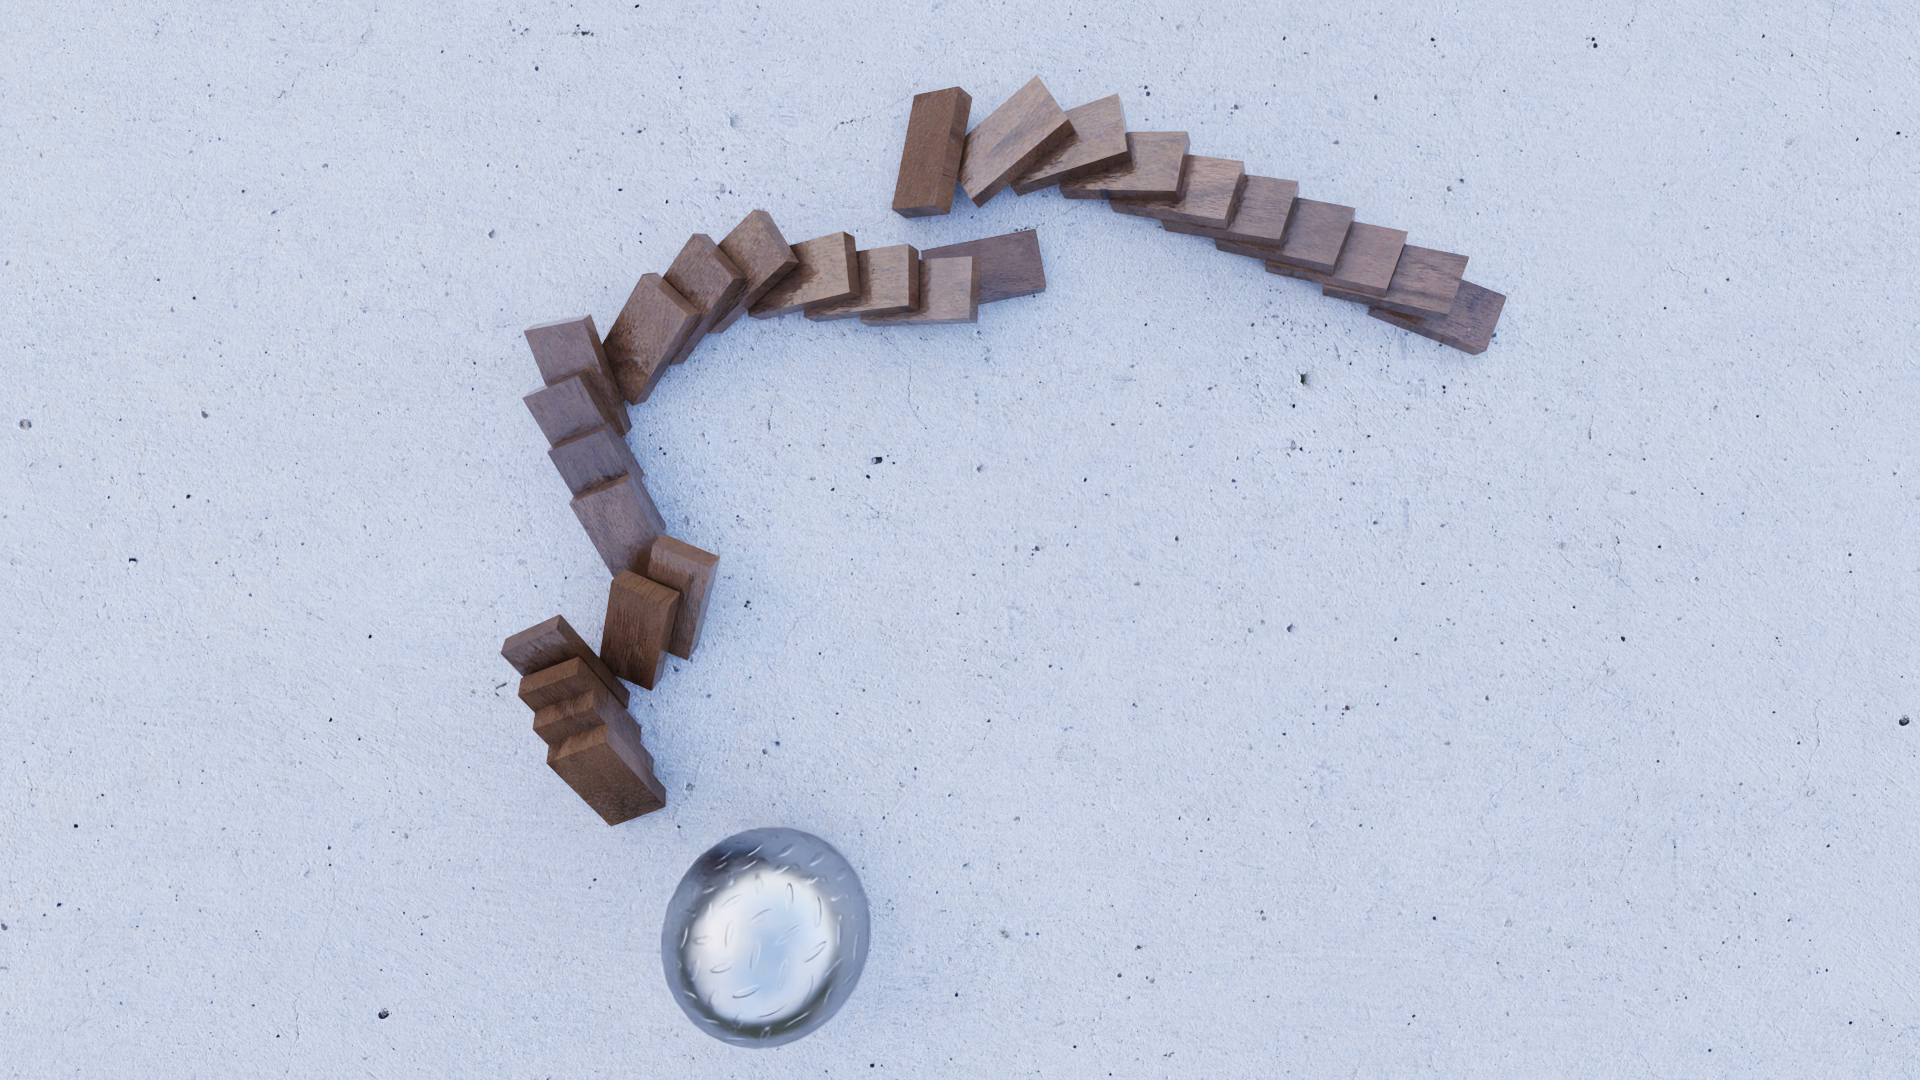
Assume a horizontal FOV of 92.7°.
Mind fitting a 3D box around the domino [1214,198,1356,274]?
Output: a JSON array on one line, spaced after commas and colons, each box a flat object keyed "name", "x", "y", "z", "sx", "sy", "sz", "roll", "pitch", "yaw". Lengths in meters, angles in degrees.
[{"name": "domino", "x": 0.136, "y": -0.131, "z": 0.386, "sx": 0.050, "sy": 0.009, "sz": 0.025, "roll": 21, "pitch": 90, "yaw": 24}]

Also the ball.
[{"name": "ball", "x": -0.076, "y": 0.154, "z": 0.360, "sx": 0.080, "sy": 0.080, "sz": 0.080, "roll": 0, "pitch": 90, "yaw": 0}]

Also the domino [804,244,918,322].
[{"name": "domino", "x": -0.042, "y": -0.108, "z": 0.386, "sx": 0.050, "sy": 0.010, "sz": 0.025, "roll": 0, "pitch": 90, "yaw": 24}]

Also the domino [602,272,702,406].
[{"name": "domino", "x": -0.133, "y": -0.084, "z": 0.385, "sx": 0.025, "sy": 0.010, "sz": 0.050, "roll": 42, "pitch": 116, "yaw": 0}]

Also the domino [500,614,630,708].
[{"name": "domino", "x": -0.163, "y": 0.056, "z": 0.381, "sx": 0.025, "sy": 0.009, "sz": 0.050, "roll": -24, "pitch": 125, "yaw": 3}]

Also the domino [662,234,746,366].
[{"name": "domino", "x": -0.114, "y": -0.100, "z": 0.384, "sx": 0.025, "sy": 0.010, "sz": 0.050, "roll": 48, "pitch": 116, "yaw": 2}]

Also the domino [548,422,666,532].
[{"name": "domino", "x": -0.147, "y": -0.021, "z": 0.384, "sx": 0.025, "sy": 0.010, "sz": 0.050, "roll": -21, "pitch": 116, "yaw": 1}]

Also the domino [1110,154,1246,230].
[{"name": "domino", "x": 0.091, "y": -0.148, "z": 0.386, "sx": 0.050, "sy": 0.009, "sz": 0.025, "roll": 18, "pitch": 90, "yaw": 24}]

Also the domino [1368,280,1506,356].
[{"name": "domino", "x": 0.205, "y": -0.101, "z": 0.395, "sx": 0.050, "sy": 0.009, "sz": 0.025, "roll": 21, "pitch": 90, "yaw": 0}]

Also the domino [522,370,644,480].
[{"name": "domino", "x": -0.157, "y": -0.043, "z": 0.384, "sx": 0.025, "sy": 0.009, "sz": 0.050, "roll": -21, "pitch": 116, "yaw": 4}]

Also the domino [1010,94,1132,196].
[{"name": "domino", "x": 0.045, "y": -0.166, "z": 0.385, "sx": 0.050, "sy": 0.010, "sz": 0.025, "roll": -10, "pitch": 84, "yaw": 21}]

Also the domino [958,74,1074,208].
[{"name": "domino", "x": 0.020, "y": -0.167, "z": 0.385, "sx": 0.050, "sy": 0.010, "sz": 0.025, "roll": -35, "pitch": 75, "yaw": 17}]

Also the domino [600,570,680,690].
[{"name": "domino", "x": -0.134, "y": 0.038, "z": 0.382, "sx": 0.025, "sy": 0.009, "sz": 0.050, "roll": 23, "pitch": 123, "yaw": 0}]

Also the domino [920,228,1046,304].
[{"name": "domino", "x": 0.010, "y": -0.116, "z": 0.395, "sx": 0.050, "sy": 0.009, "sz": 0.025, "roll": -11, "pitch": 90, "yaw": 0}]

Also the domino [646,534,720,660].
[{"name": "domino", "x": -0.119, "y": 0.025, "z": 0.384, "sx": 0.025, "sy": 0.010, "sz": 0.050, "roll": 22, "pitch": 119, "yaw": 0}]

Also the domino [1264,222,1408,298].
[{"name": "domino", "x": 0.158, "y": -0.121, "z": 0.386, "sx": 0.050, "sy": 0.010, "sz": 0.025, "roll": 21, "pitch": 90, "yaw": 22}]

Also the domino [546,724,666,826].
[{"name": "domino", "x": -0.145, "y": 0.098, "z": 0.380, "sx": 0.025, "sy": 0.009, "sz": 0.050, "roll": -20, "pitch": 131, "yaw": 0}]

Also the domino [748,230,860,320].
[{"name": "domino", "x": -0.067, "y": -0.111, "z": 0.386, "sx": 0.050, "sy": 0.010, "sz": 0.025, "roll": -6, "pitch": 90, "yaw": 24}]

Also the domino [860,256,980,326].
[{"name": "domino", "x": -0.017, "y": -0.104, "z": 0.386, "sx": 0.050, "sy": 0.010, "sz": 0.025, "roll": 3, "pitch": 91, "yaw": 22}]

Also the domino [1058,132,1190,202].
[{"name": "domino", "x": 0.069, "y": -0.157, "z": 0.385, "sx": 0.050, "sy": 0.009, "sz": 0.025, "roll": 11, "pitch": 88, "yaw": 23}]

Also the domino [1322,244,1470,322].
[{"name": "domino", "x": 0.182, "y": -0.111, "z": 0.385, "sx": 0.050, "sy": 0.010, "sz": 0.025, "roll": 21, "pitch": 90, "yaw": 22}]

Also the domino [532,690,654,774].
[{"name": "domino", "x": -0.151, "y": 0.085, "z": 0.380, "sx": 0.025, "sy": 0.010, "sz": 0.050, "roll": -20, "pitch": 131, "yaw": 0}]

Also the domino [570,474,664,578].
[{"name": "domino", "x": -0.139, "y": 0.000, "z": 0.385, "sx": 0.025, "sy": 0.010, "sz": 0.050, "roll": -21, "pitch": 116, "yaw": 0}]

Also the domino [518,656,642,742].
[{"name": "domino", "x": -0.156, "y": 0.071, "z": 0.380, "sx": 0.025, "sy": 0.009, "sz": 0.050, "roll": -20, "pitch": 131, "yaw": 0}]

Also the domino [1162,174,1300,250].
[{"name": "domino", "x": 0.113, "y": -0.140, "z": 0.386, "sx": 0.050, "sy": 0.010, "sz": 0.025, "roll": 18, "pitch": 90, "yaw": 24}]

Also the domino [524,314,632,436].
[{"name": "domino", "x": -0.159, "y": -0.067, "z": 0.383, "sx": 0.025, "sy": 0.009, "sz": 0.050, "roll": -9, "pitch": 117, "yaw": 4}]

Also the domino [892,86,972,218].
[{"name": "domino", "x": -0.012, "y": -0.164, "z": 0.389, "sx": 0.025, "sy": 0.010, "sz": 0.050, "roll": 11, "pitch": 90, "yaw": 38}]

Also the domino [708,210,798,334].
[{"name": "domino", "x": -0.093, "y": -0.112, "z": 0.384, "sx": 0.050, "sy": 0.009, "sz": 0.025, "roll": -33, "pitch": 88, "yaw": 27}]
